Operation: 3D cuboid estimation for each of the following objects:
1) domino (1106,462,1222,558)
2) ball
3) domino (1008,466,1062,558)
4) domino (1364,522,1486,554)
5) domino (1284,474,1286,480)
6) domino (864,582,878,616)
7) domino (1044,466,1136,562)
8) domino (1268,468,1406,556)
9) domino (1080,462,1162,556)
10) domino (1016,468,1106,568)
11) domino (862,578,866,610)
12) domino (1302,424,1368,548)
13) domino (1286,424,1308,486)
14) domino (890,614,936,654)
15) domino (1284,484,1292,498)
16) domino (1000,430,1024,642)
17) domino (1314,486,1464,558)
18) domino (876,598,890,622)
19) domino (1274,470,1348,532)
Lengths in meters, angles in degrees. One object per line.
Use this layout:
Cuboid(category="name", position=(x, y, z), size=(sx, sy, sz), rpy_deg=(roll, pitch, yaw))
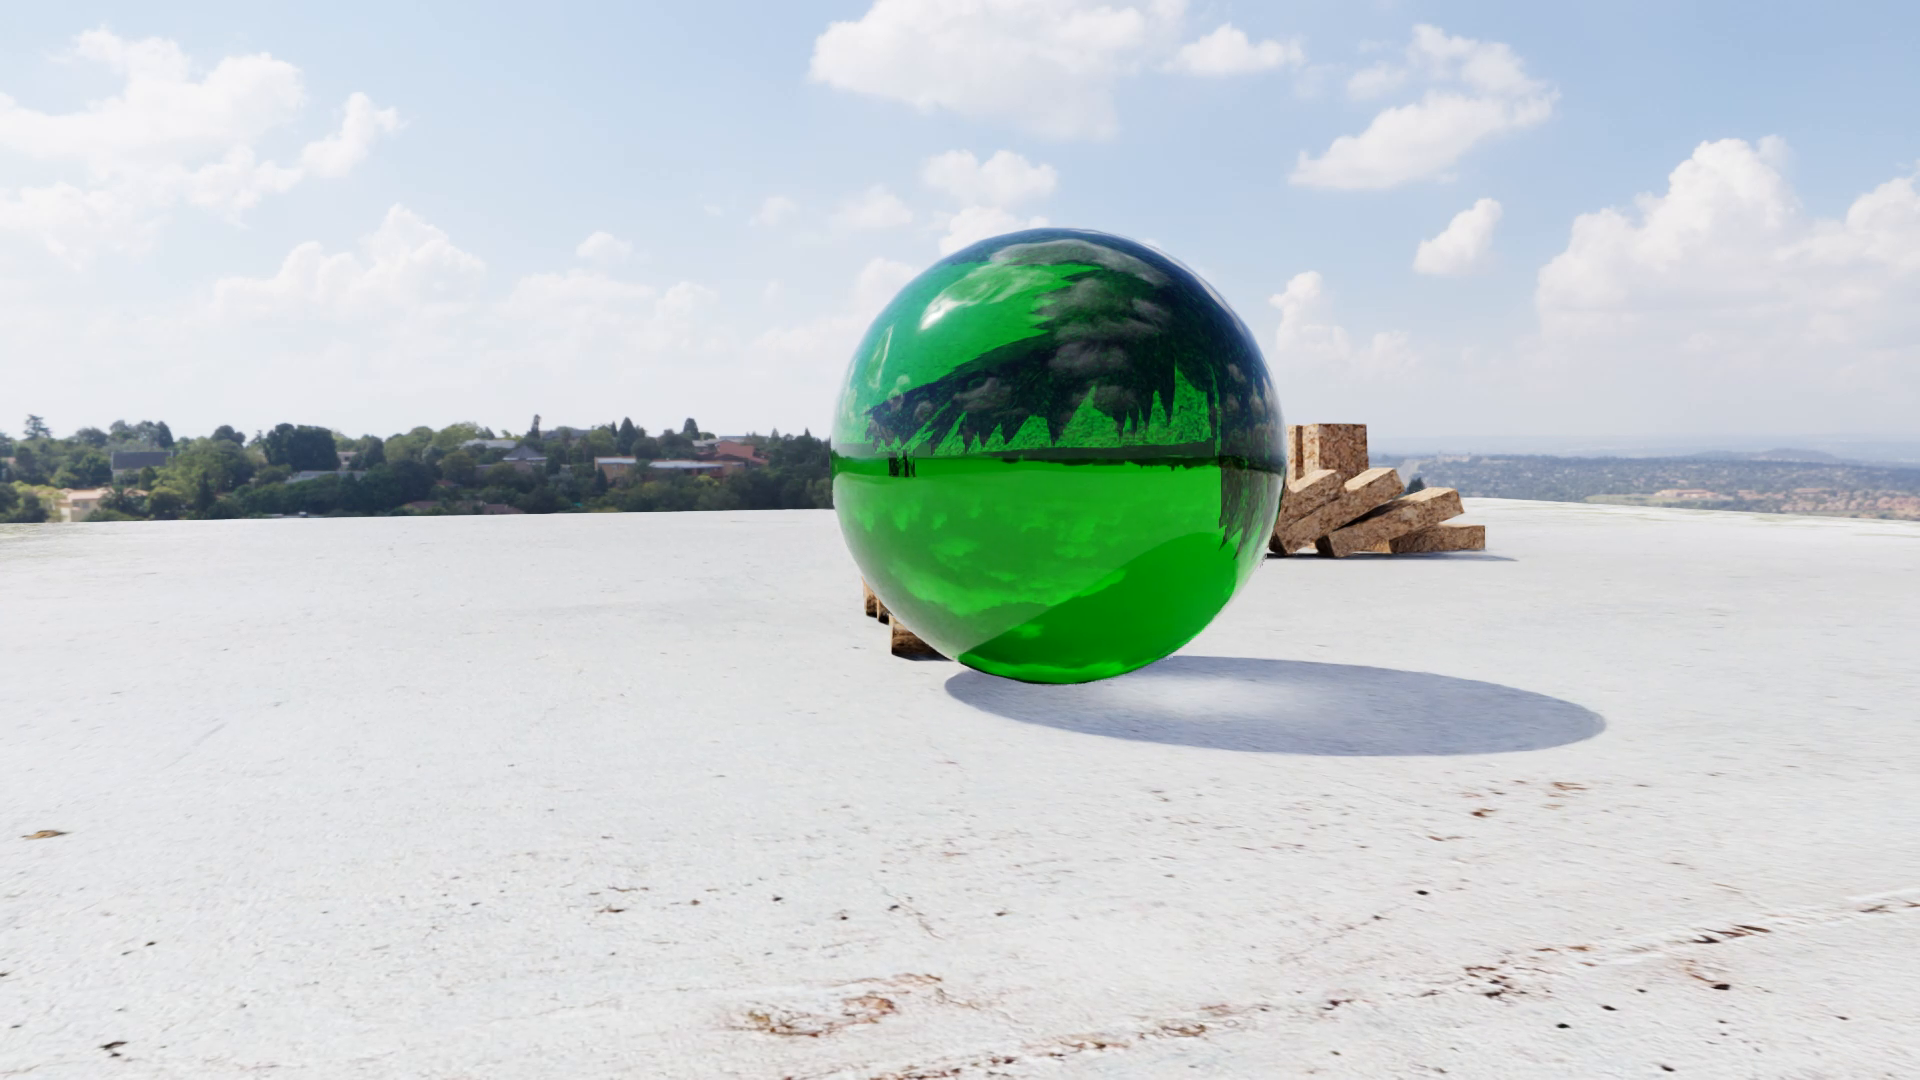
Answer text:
Cuboid(category="domino", position=(0.075, -0.012, 0.495), size=(0.050, 0.009, 0.025), rpy_deg=(-38, 19, -21))
Cuboid(category="ball", position=(0.017, -0.015, 0.227), size=(0.080, 0.080, 0.080), rpy_deg=(0, 4, 0))
Cuboid(category="domino", position=(0.014, -0.008, 0.444), size=(0.025, 0.009, 0.050), rpy_deg=(2, 36, 29))
Cuboid(category="domino", position=(0.185, -0.001, 0.518), size=(0.050, 0.009, 0.025), rpy_deg=(-2, 5, -29))
Cuboid(category="domino", position=(0.154, -0.024, 0.555), size=(0.025, 0.050, 0.009), rpy_deg=(2, 5, 25))
Cuboid(category="domino", position=(-0.012, -0.005, 0.330), size=(0.025, 0.050, 0.009), rpy_deg=(0, -35, -6))
Cuboid(category="domino", position=(0.042, -0.010, 0.473), size=(0.025, 0.010, 0.050), rpy_deg=(1, 35, 39))
Cuboid(category="domino", position=(0.141, -0.011, 0.489), size=(0.050, 0.010, 0.025), rpy_deg=(-29, 4, 0))
Cuboid(category="domino", position=(0.054, -0.012, 0.489), size=(0.025, 0.009, 0.050), rpy_deg=(-1, 33, 41))
Cuboid(category="domino", position=(0.029, -0.009, 0.458), size=(0.025, 0.010, 0.050), rpy_deg=(3, 36, 38))
Cuboid(category="domino", position=(-0.015, -0.002, 0.348), size=(0.025, 0.009, 0.050), rpy_deg=(-2, 41, -7))
Cuboid(category="domino", position=(0.153, -0.022, 0.522), size=(0.025, 0.050, 0.010), rpy_deg=(-2, 0, -24))
Cuboid(category="domino", position=(0.150, -0.023, 0.536), size=(0.025, 0.050, 0.010), rpy_deg=(-1, 2, -7))
Cuboid(category="domino", position=(-0.003, -0.001, 0.271), size=(0.025, 0.050, 0.009), rpy_deg=(0, -32, -6))
Cuboid(category="domino", position=(0.099, -0.010, 0.491), size=(0.050, 0.009, 0.025), rpy_deg=(-29, 5, 1))
Cuboid(category="domino", position=(-0.001, -0.002, 0.283), size=(0.025, 0.050, 0.009), rpy_deg=(0, -32, -6))
Cuboid(category="domino", position=(0.162, -0.007, 0.487), size=(0.050, 0.009, 0.025), rpy_deg=(-20, 4, 2))
Cuboid(category="domino", position=(-0.008, -0.004, 0.318), size=(0.025, 0.050, 0.009), rpy_deg=(0, -32, -6))
Cuboid(category="domino", position=(0.120, -0.011, 0.490), size=(0.050, 0.009, 0.025), rpy_deg=(-29, 4, 1))
